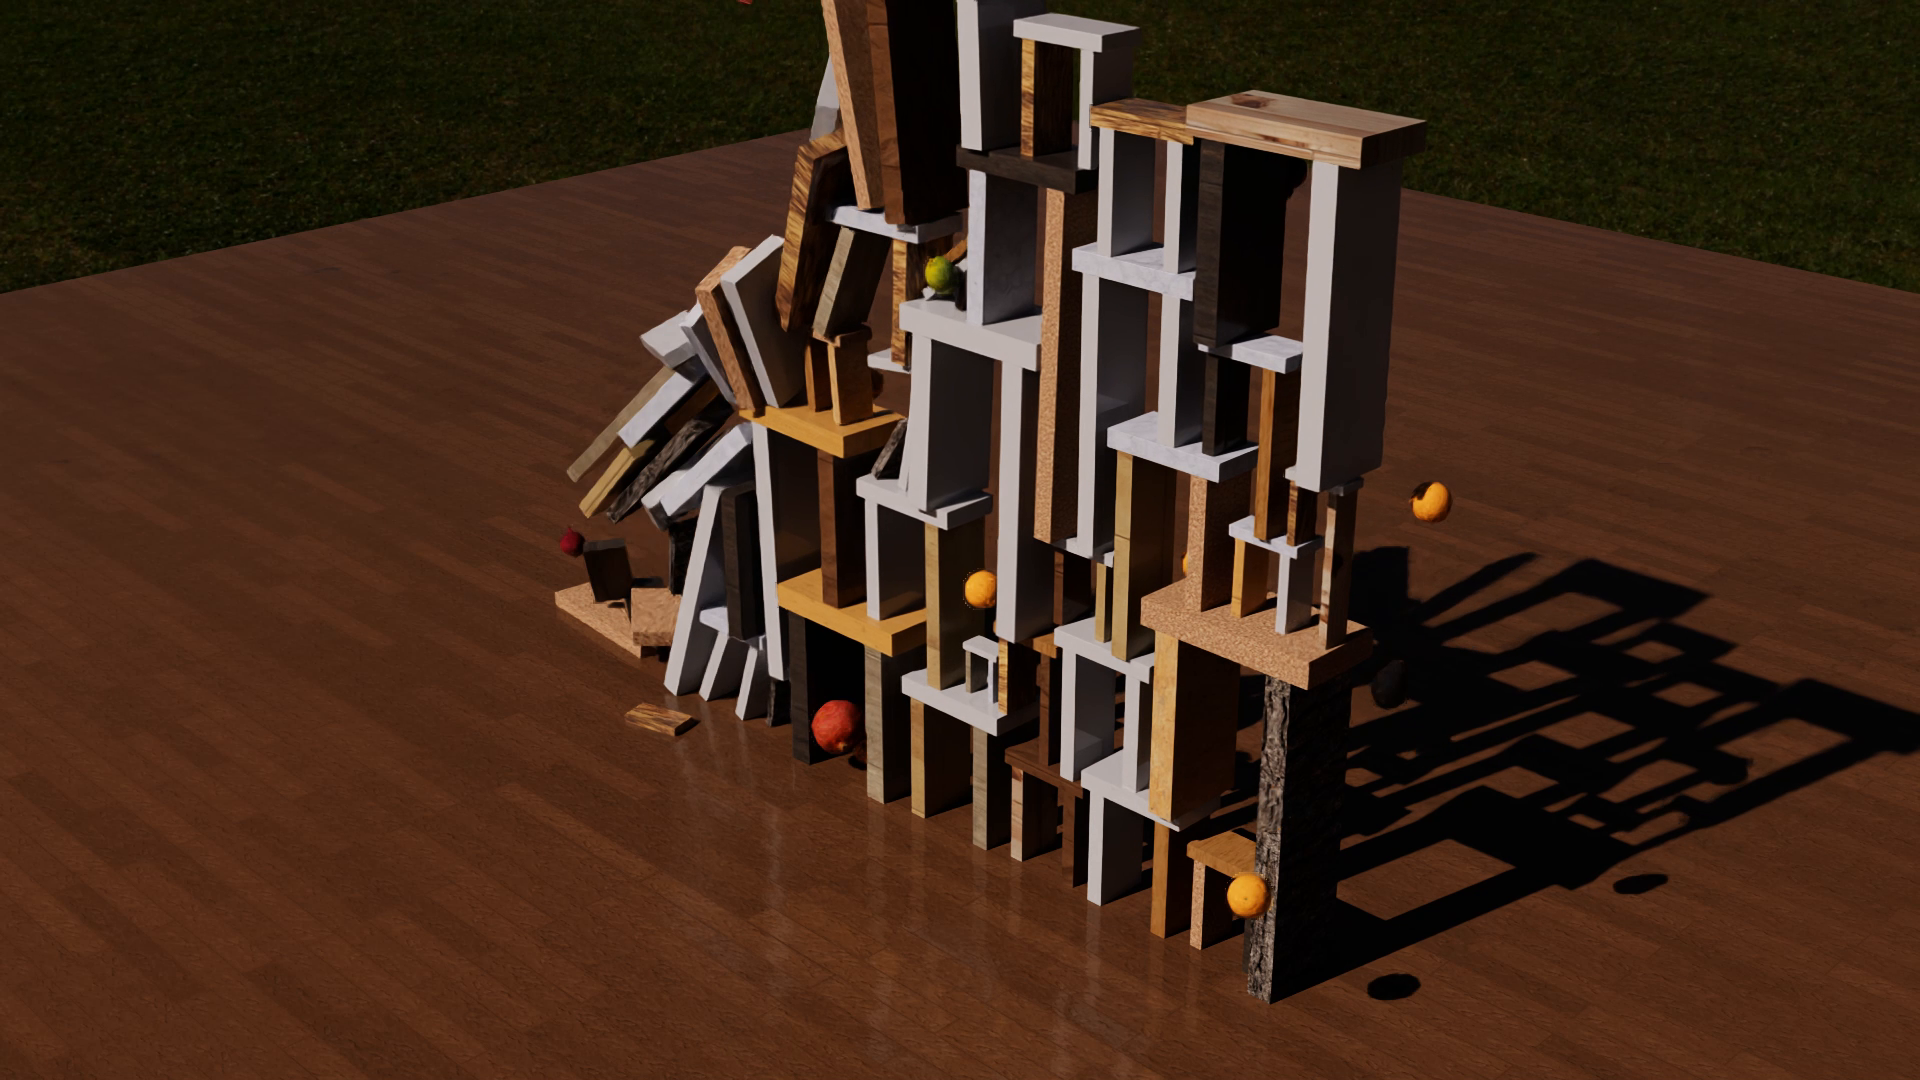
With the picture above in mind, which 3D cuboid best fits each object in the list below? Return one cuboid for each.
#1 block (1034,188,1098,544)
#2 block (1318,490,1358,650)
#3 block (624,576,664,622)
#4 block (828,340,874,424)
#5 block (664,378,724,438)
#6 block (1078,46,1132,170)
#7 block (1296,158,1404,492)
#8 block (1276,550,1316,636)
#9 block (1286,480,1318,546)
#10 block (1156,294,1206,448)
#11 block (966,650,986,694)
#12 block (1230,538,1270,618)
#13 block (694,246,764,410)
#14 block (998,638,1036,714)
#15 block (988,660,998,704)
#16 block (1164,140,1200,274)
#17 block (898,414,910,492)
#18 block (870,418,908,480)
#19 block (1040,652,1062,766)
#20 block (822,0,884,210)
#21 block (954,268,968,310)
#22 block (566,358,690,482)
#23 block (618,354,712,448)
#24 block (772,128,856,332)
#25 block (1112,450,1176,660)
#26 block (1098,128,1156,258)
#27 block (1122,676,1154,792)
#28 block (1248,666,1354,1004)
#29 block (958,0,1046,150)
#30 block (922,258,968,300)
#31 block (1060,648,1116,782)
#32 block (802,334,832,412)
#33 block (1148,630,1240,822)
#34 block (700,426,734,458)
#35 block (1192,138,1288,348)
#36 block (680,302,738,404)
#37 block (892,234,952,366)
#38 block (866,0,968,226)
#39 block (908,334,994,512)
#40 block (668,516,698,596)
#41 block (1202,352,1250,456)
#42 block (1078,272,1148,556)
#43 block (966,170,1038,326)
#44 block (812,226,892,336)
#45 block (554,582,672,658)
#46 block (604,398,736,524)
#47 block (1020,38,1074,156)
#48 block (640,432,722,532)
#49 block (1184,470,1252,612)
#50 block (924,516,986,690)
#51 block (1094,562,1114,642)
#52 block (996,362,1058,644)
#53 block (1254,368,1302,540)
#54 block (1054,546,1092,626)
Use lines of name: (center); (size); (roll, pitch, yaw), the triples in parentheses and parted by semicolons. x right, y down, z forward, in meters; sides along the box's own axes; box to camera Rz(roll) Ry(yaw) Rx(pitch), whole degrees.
block: (0.203, -0.312, 3.866); (0.039, 0.646, 0.139); (23, 32, 39)
block: (0.613, 0.045, 3.570); (0.057, 0.275, 0.016); (-21, 31, -41)
block: (-0.759, 0.141, 5.308); (0.097, 0.028, 0.194); (-4, 22, -12)
block: (-0.215, -0.313, 4.321); (0.079, 0.158, 0.022); (-17, 21, -34)
block: (-0.522, -0.317, 4.695); (0.256, 0.036, 0.128); (-37, 1, 45)
block: (0.241, -0.721, 3.652); (0.028, 0.196, 0.098); (22, 31, 40)
block: (0.605, -0.343, 3.425); (0.166, 0.520, 0.047); (-21, 30, -40)
block: (0.558, 0.080, 3.657); (0.071, 0.141, 0.020); (-21, 31, -41)
block: (0.559, -0.051, 3.588); (0.057, 0.113, 0.016); (-21, 31, -40)
block: (0.391, -0.296, 3.681); (0.037, 0.261, 0.131); (21, 31, 40)
block: (0.032, 0.250, 4.290); (0.045, 0.091, 0.013); (-21, 31, -40)
block: (0.492, 0.055, 3.718); (0.071, 0.141, 0.020); (-21, 31, -41)
block: (-0.427, -0.420, 4.382); (0.042, 0.294, 0.147); (10, 47, 30)
block: (0.111, 0.246, 4.209); (0.081, 0.162, 0.023); (-21, 31, -40)
block: (0.075, 0.266, 4.251); (0.045, 0.091, 0.013); (-21, 31, -40)
block: (0.380, -0.549, 3.574); (0.030, 0.214, 0.107); (21, 31, 40)
block: (-0.065, -0.212, 4.202); (0.080, 0.247, 0.023); (-20, 43, -38)
block: (-0.109, -0.184, 4.265); (0.080, 0.159, 0.023); (-20, 65, -38)
block: (0.187, 0.308, 4.151); (0.023, 0.231, 0.081); (21, 31, 41)
block: (-0.158, -0.859, 4.039); (0.147, 0.484, 0.042); (-17, 12, -34)
block: (0.038, -0.480, 3.973); (0.067, 0.134, 0.019); (-23, 55, -42)
block: (-0.701, -0.292, 4.834); (0.113, 0.032, 0.580); (-43, 3, -43)
block: (-0.598, -0.318, 4.716); (0.310, 0.044, 0.155); (-39, 1, 43)
block: (-0.262, -0.594, 4.201); (0.155, 0.421, 0.044); (-30, 60, -35)
block: (0.325, 0.013, 3.874); (0.034, 0.391, 0.122); (21, 31, 41)
block: (0.278, -0.588, 3.666); (0.030, 0.214, 0.107); (21, 31, 40)
block: (0.347, 0.334, 3.994); (0.032, 0.229, 0.114); (21, 31, 40)
block: (0.587, 0.492, 3.798); (0.051, 0.626, 0.179); (21, 31, 41)
block: (0.074, -0.852, 3.771); (0.048, 0.338, 0.169); (18, 29, 42)
block: (-0.004, -0.484, 4.023); (0.067, 0.019, 0.134); (-23, -5, -44)
block: (0.240, 0.309, 4.102); (0.114, 0.267, 0.032); (-21, 31, -41)
block: (-0.271, -0.343, 4.393); (0.079, 0.158, 0.022); (-20, 25, -39)
block: (0.418, 0.303, 3.902); (0.179, 0.358, 0.051); (-21, 31, -41)
block: (-0.504, -0.198, 4.684); (0.067, 0.134, 0.019); (-20, 71, -52)
block: (0.451, -0.489, 3.530); (0.166, 0.332, 0.047); (-21, 31, -40)
block: (-0.471, -0.391, 4.414); (0.032, 0.227, 0.113); (14, 59, 34)
block: (-0.070, -0.454, 4.092); (0.034, 0.239, 0.120); (24, 33, 39)
block: (-0.078, -0.831, 3.938); (0.048, 0.504, 0.169); (13, 26, 42)
block: (-0.016, -0.240, 4.140); (0.049, 0.343, 0.171); (24, 33, 38)
block: (-0.601, 0.032, 4.915); (0.097, 0.194, 0.028); (-19, 50, -26)
block: (0.442, -0.234, 3.643); (0.025, 0.176, 0.088); (21, 31, 40)
block: (0.267, -0.229, 3.843); (0.130, 0.512, 0.037); (-21, 31, -41)
block: (0.076, -0.532, 3.908); (0.039, 0.277, 0.139); (22, 32, 38)
block: (-0.202, -0.510, 4.220); (0.034, 0.240, 0.120); (41, 42, 24)
block: (-0.820, 0.187, 5.276); (0.118, 0.034, 0.390); (-18, 29, -36)
block: (-0.643, -0.170, 4.846); (0.408, 0.036, 0.128); (-40, -1, 44)
block: (0.148, -0.758, 3.736); (0.028, 0.196, 0.098); (21, 31, 40)
block: (-0.585, -0.126, 4.816); (0.237, 0.118, 0.034); (-41, 66, -12)
block: (0.440, -0.010, 3.740); (0.122, 0.243, 0.034); (-21, 31, -41)
block: (-0.008, 0.113, 4.286); (0.036, 0.347, 0.126); (21, 31, 41)
block: (0.279, 0.102, 3.969); (0.076, 0.153, 0.022); (-21, 31, -41)
block: (0.149, -0.085, 4.030); (0.171, 0.540, 0.049); (-21, 32, -40)
block: (0.524, -0.149, 3.590); (0.088, 0.293, 0.025); (-21, 31, -40)
block: (0.207, 0.074, 4.036); (0.076, 0.153, 0.022); (-21, 31, -40)
